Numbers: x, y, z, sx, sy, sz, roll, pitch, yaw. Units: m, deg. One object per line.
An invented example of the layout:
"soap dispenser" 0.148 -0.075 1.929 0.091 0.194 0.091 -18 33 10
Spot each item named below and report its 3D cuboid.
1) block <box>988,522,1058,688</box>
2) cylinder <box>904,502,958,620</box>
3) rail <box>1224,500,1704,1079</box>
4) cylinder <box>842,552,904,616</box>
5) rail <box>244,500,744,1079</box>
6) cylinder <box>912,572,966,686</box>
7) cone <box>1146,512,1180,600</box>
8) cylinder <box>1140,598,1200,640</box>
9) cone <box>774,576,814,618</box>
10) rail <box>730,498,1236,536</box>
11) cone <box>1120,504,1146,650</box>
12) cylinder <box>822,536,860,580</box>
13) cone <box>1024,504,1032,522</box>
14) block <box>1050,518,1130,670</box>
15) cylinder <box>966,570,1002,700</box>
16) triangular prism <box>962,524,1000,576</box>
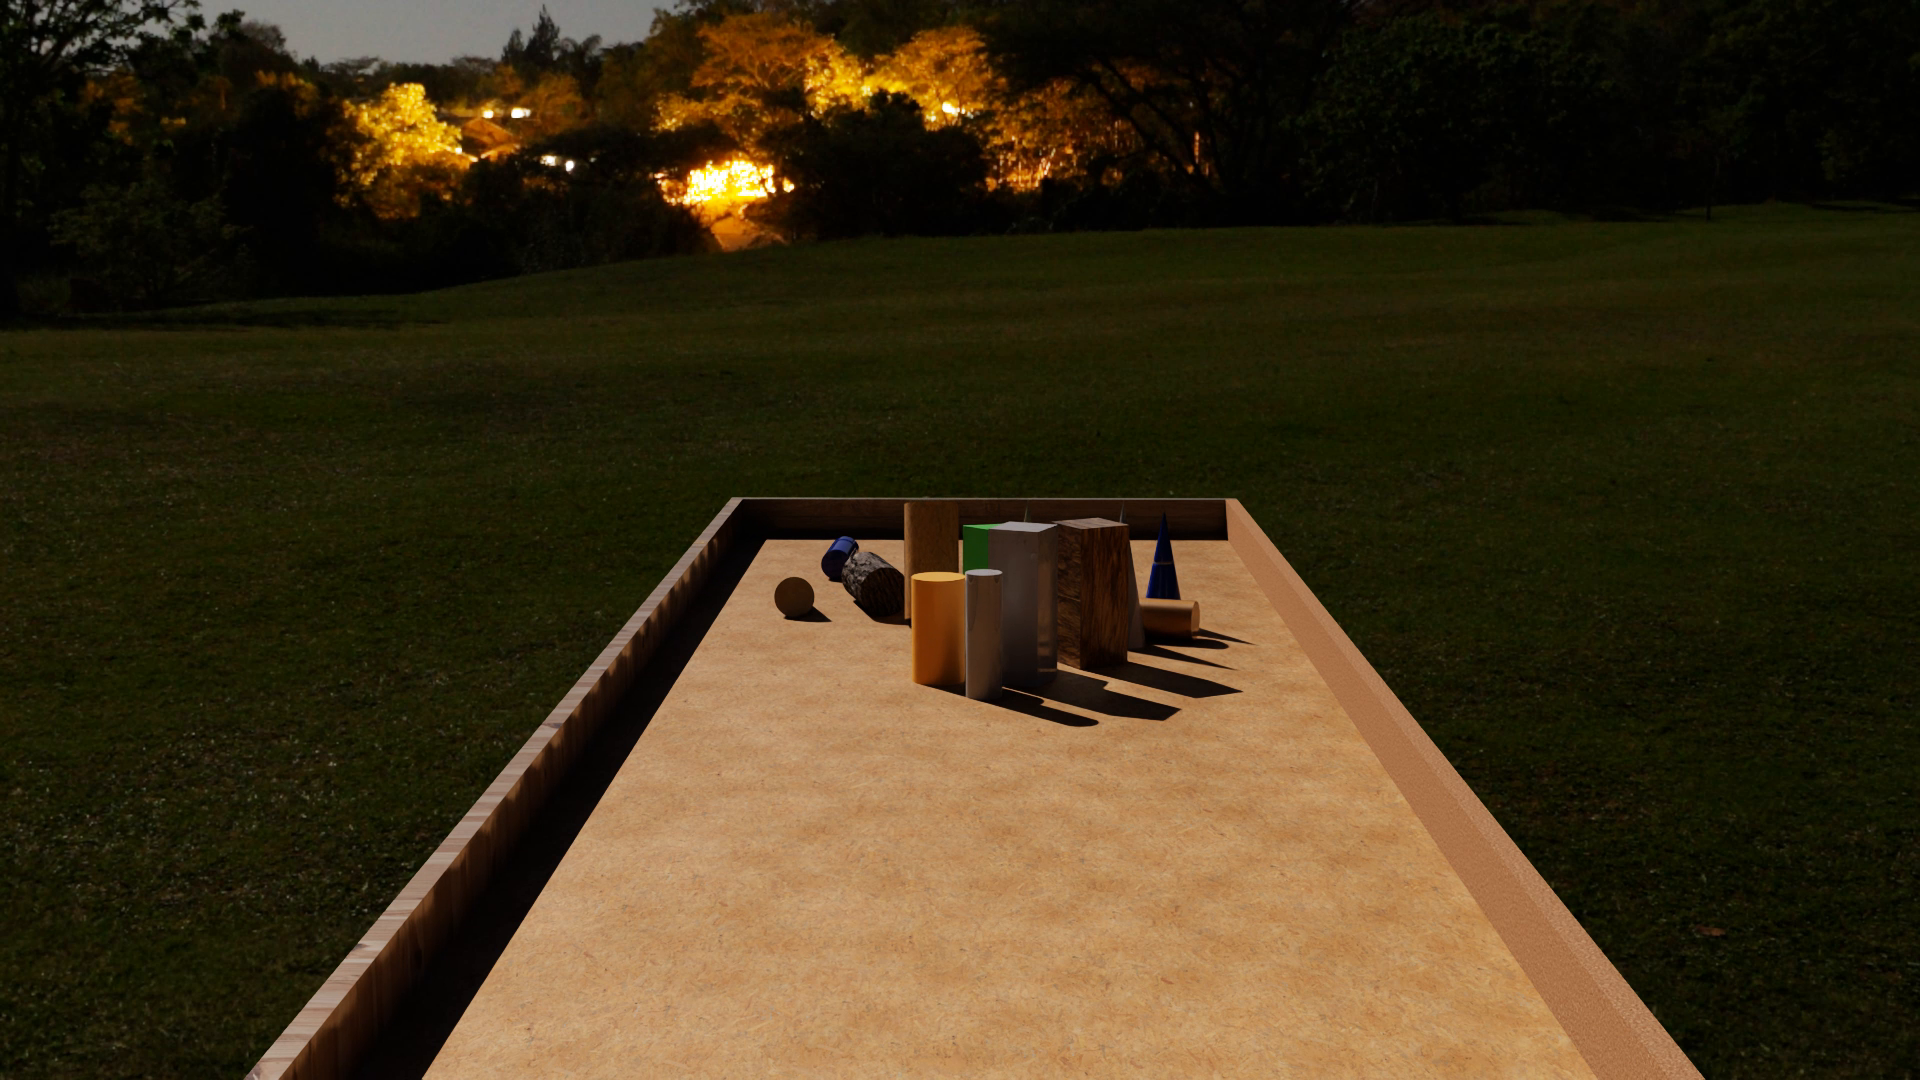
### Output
"block" 0.184 0.186 6.389 0.154 0.454 0.154 4 10 24
"cylinder" -0.094 0.071 7.239 0.180 0.380 0.180 0 -6 0
"rail" 1.046 0.843 3.208 0.050 0.150 12.000 0 9 1
"cylinder" -0.291 0.149 7.531 0.168 0.168 0.335 -2 9 -14
"rail" -1.004 0.839 3.234 0.050 0.150 12.000 0 9 1
"cylinder" -0.063 0.258 6.404 0.156 0.307 0.156 0 9 0
"cone" 0.668 0.090 7.214 0.152 0.384 0.152 0 9 0
"cylinder" 0.589 0.248 7.035 0.335 0.127 0.127 3 10 19
"cone" -0.554 0.197 7.554 0.135 0.135 0.352 0 -2 0
"rail" 0.099 -0.098 9.147 2.100 0.150 0.050 0 9 1
"cone" 0.510 0.104 6.900 0.154 0.455 0.154 0 9 0
"cylinder" -0.448 0.065 8.249 0.109 0.109 0.324 0 9 3
"cone" 0.214 0.096 6.943 0.157 0.457 0.157 0 9 0
"block" 0.390 0.160 6.644 0.170 0.425 0.170 -5 10 -29
"cylinder" 0.067 0.266 6.197 0.104 0.355 0.104 0 9 0
"triangular prism" 0.096 0.160 6.692 0.115 0.410 0.133 -9 13 -44
